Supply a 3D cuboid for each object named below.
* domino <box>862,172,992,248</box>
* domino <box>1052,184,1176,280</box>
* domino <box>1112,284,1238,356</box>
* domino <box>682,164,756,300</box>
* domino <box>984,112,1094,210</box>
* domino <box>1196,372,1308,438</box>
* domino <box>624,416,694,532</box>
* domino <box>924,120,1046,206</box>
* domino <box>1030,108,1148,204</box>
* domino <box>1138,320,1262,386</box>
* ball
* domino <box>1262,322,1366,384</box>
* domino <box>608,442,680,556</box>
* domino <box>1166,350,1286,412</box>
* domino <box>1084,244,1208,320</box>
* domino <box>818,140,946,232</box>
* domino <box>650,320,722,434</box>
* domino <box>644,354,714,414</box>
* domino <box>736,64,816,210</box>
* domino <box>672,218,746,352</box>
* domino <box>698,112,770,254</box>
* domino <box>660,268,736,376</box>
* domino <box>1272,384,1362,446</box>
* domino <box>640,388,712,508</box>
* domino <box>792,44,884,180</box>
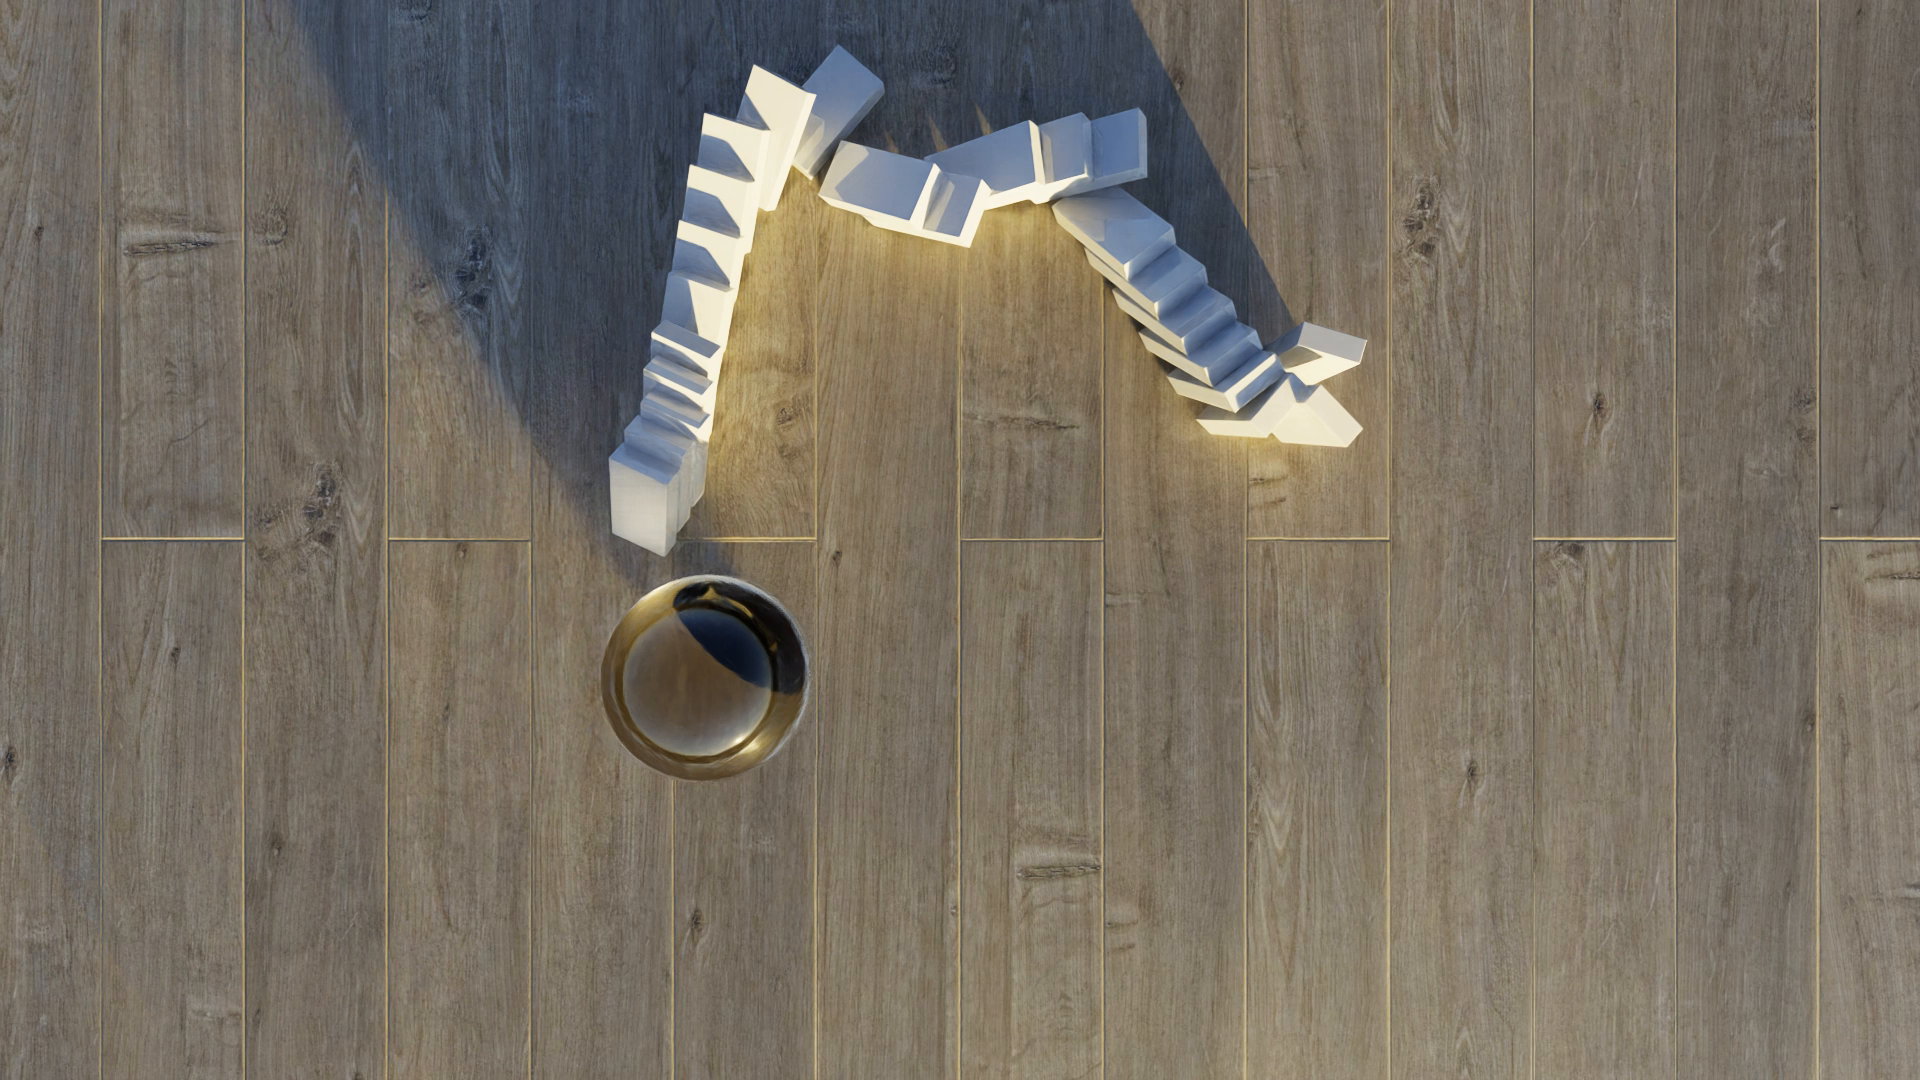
[{"bbox_3d":[-0.014,-0.141,0.384,0.050,0.010,0.025,22,92,27],"label":"domino"},{"bbox_3d":[0.064,-0.132,0.383,0.025,0.009,0.050,-38,58,0],"label":"domino"},{"bbox_3d":[0.088,-0.098,0.379,0.025,0.009,0.050,-37,45,0],"label":"domino"},{"bbox_3d":[-0.103,-0.128,0.385,0.025,0.010,0.050,18,116,1],"label":"domino"},{"bbox_3d":[0.030,-0.158,0.383,0.050,0.010,0.025,-3,89,30],"label":"domino"},{"bbox_3d":[0.118,-0.055,0.375,0.009,0.050,0.025,41,90,-13],"label":"domino"},{"bbox_3d":[-0.124,-0.026,0.378,0.025,0.050,0.010,25,50,0],"label":"domino"},{"bbox_3d":[0.010,-0.154,0.384,0.050,0.010,0.025,-6,90,30],"label":"domino"},{"bbox_3d":[0.052,-0.160,0.383,0.050,0.010,0.025,-2,85,30],"label":"domino"},{"bbox_3d":[0.098,-0.082,0.377,0.025,0.050,0.010,-37,126,0],"label":"domino"},{"bbox_3d":[-0.099,0.053,0.360,0.080,0.080,0.080,0,90,0],"label":"ball"},{"bbox_3d":[0.142,-0.075,0.375,0.025,0.050,0.009,17,90,0],"label":"domino"},{"bbox_3d":[-0.130,-0.016,0.378,0.025,0.050,0.009,25,50,0],"label":"domino"},{"bbox_3d":[0.108,-0.068,0.375,0.025,0.050,0.009,-38,112,0],"label":"domino"},{"bbox_3d":[0.077,-0.114,0.381,0.025,0.009,0.050,-37,53,0],"label":"domino"},{"bbox_3d":[-0.033,-0.149,0.384,0.050,0.010,0.025,25,93,27],"label":"domino"},{"bbox_3d":[-0.114,-0.064,0.378,0.025,0.050,0.010,25,48,0],"label":"domino"},{"bbox_3d":[-0.117,-0.050,0.378,0.025,0.050,0.010,25,50,0],"label":"domino"},{"bbox_3d":[-0.082,-0.168,0.385,0.025,0.009,0.050,28,115,0],"label":"domino"},{"bbox_3d":[-0.108,-0.106,0.385,0.025,0.009,0.050,18,116,0],"label":"domino"},{"bbox_3d":[-0.097,-0.149,0.385,0.025,0.010,0.050,17,116,1],"label":"domino"},{"bbox_3d":[-0.112,-0.085,0.385,0.025,0.009,0.050,19,116,0],"label":"domino"},{"bbox_3d":[0.138,-0.051,0.373,0.025,0.050,0.010,41,90,-13],"label":"domino"},{"bbox_3d":[-0.118,-0.037,0.378,0.025,0.050,0.009,25,50,0],"label":"domino"},{"bbox_3d":[-0.059,-0.184,0.395,0.025,0.009,0.050,40,90,0],"label":"domino"}]
